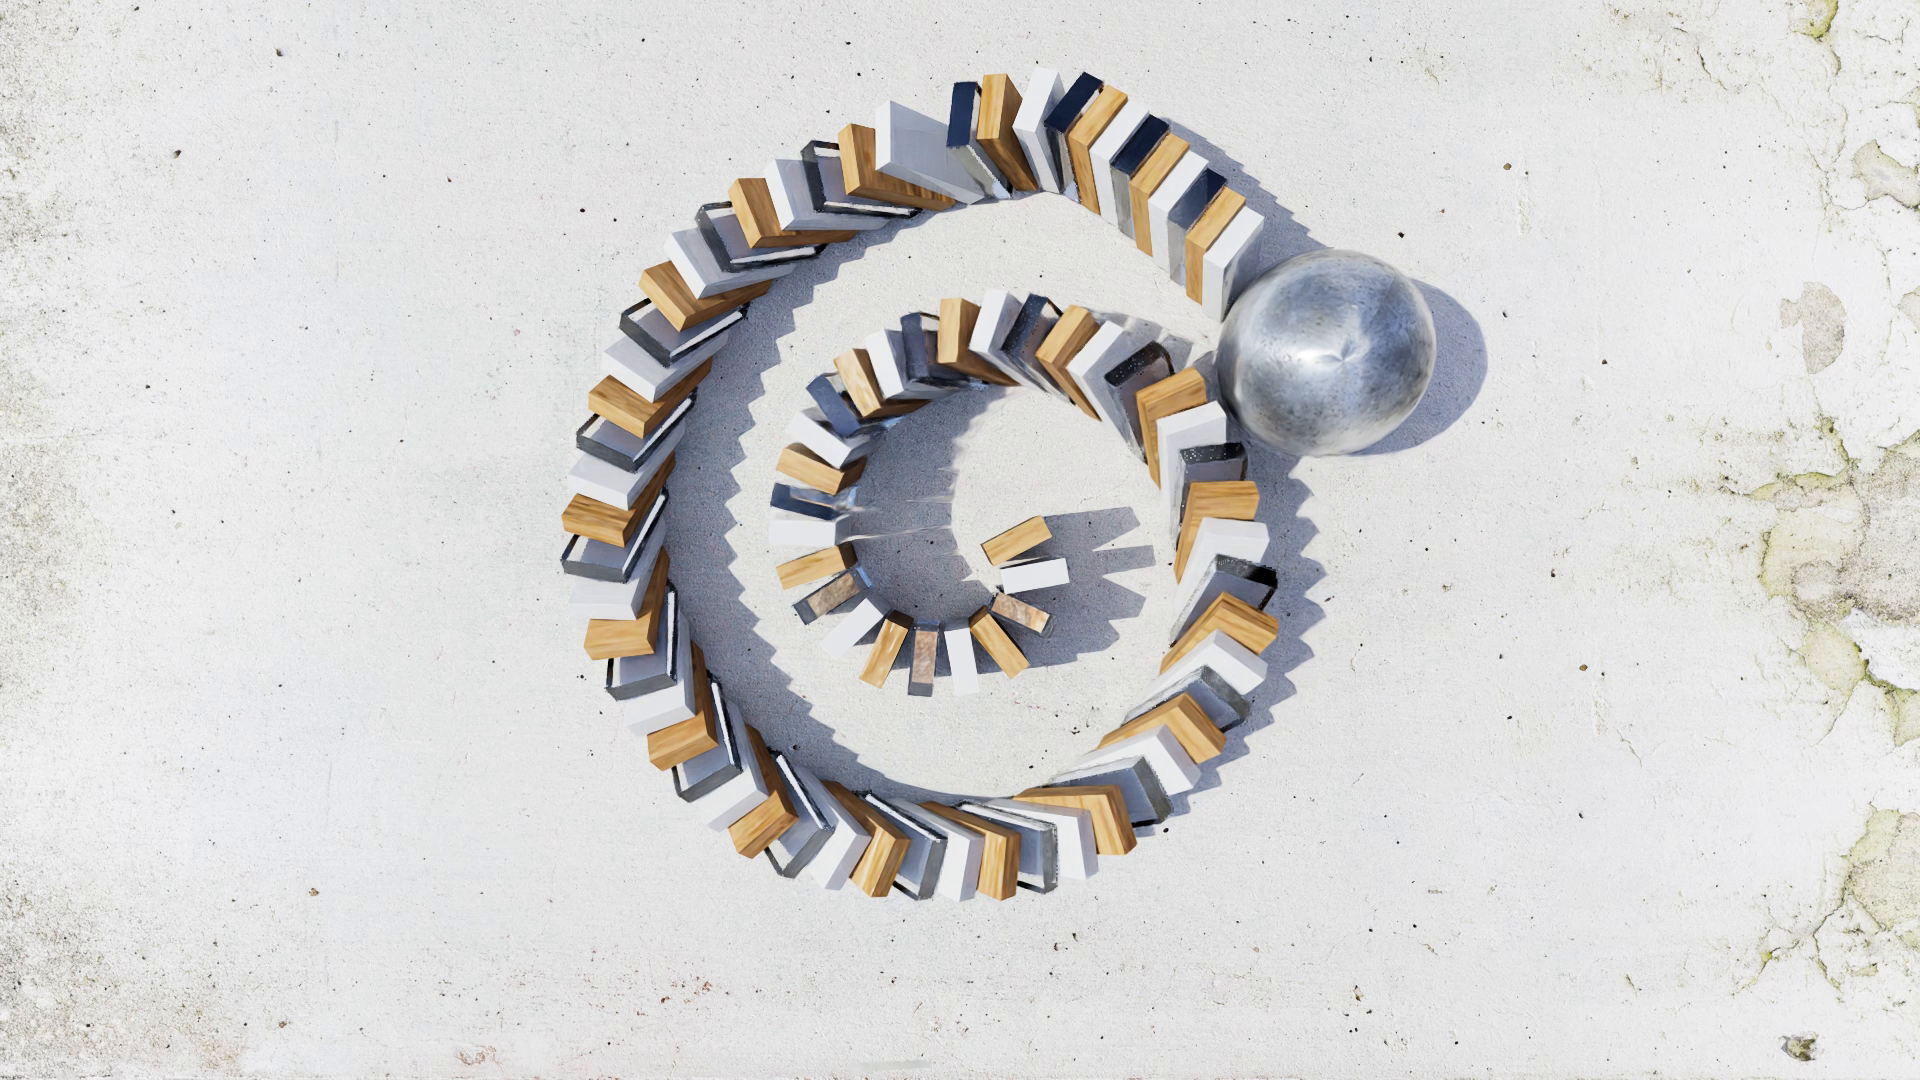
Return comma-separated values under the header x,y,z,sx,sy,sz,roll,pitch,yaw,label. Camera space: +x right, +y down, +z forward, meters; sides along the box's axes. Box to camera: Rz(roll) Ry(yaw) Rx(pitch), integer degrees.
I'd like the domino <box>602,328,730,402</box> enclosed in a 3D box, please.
x,y,z,sx,sy,sz,roll,pitch,yaw,label
-0.121,-0.080,0.380,0.025,0.010,0.050,34,49,0,domino

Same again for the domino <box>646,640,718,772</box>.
x,y,z,sx,sy,sz,roll,pitch,yaw,label
-0.117,0.068,0.380,0.025,0.010,0.050,-25,48,0,domino

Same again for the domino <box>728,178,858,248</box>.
x,y,z,sx,sy,sz,roll,pitch,yaw,label
-0.068,-0.136,0.380,0.050,0.010,0.025,-21,89,-42,domino

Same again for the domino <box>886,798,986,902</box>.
x,y,z,sx,sy,sz,roll,pitch,yaw,label
-0.013,0.127,0.380,0.050,0.009,0.025,10,90,42,domino

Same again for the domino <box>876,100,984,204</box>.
x,y,z,sx,sy,sz,roll,pitch,yaw,label
-0.012,-0.159,0.379,0.050,0.009,0.025,3,85,-41,domino

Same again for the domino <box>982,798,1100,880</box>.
x,y,z,sx,sy,sz,roll,pitch,yaw,label
0.033,0.123,0.379,0.050,0.009,0.025,-8,91,43,domino

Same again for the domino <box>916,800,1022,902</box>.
x,y,z,sx,sy,sz,roll,pitch,yaw,label
0.002,0.128,0.380,0.050,0.009,0.025,5,91,43,domino

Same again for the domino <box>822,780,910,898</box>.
x,y,z,sx,sy,sz,roll,pitch,yaw,label
-0.044,0.123,0.380,0.050,0.009,0.025,23,90,42,domino

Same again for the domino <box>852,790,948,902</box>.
x,y,z,sx,sy,sz,roll,pitch,yaw,label
-0.029,0.126,0.380,0.050,0.009,0.025,16,90,42,domino

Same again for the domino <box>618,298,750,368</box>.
x,y,z,sx,sy,sz,roll,pitch,yaw,label
-0.113,-0.093,0.380,0.025,0.009,0.050,40,48,0,domino

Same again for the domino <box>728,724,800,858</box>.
x,y,z,sx,sy,sz,roll,pitch,yaw,label
-0.087,0.103,0.379,0.025,0.010,0.050,-41,47,1,domino

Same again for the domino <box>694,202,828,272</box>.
x,y,z,sx,sy,sz,roll,pitch,yaw,label
-0.081,-0.128,0.380,0.050,0.009,0.025,-27,89,-42,domino

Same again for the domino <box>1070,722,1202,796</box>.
x,y,z,sx,sy,sz,roll,pitch,yaw,label
0.072,0.096,0.380,0.050,0.009,0.025,-36,90,43,domino

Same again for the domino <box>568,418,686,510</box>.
x,y,z,sx,sy,sz,roll,pitch,yaw,label
-0.137,-0.036,0.380,0.025,0.010,0.050,20,48,0,domino

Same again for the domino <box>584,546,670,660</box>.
x,y,z,sx,sy,sz,roll,pitch,yaw,label
-0.137,0.025,0.380,0.025,0.009,0.050,-7,47,0,domino

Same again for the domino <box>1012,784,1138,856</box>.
x,y,z,sx,sy,sz,roll,pitch,yaw,label
0.047,0.116,0.379,0.050,0.009,0.025,-18,90,44,domino

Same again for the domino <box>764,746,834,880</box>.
x,y,z,sx,sy,sz,roll,pitch,yaw,label
-0.074,0.112,0.379,0.025,0.010,0.050,-49,47,1,domino

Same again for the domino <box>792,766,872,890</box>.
x,y,z,sx,sy,sz,roll,pitch,yaw,label
-0.060,0.118,0.379,0.050,0.010,0.025,31,90,43,domino

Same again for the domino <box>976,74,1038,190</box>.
x,y,z,sx,sy,sz,roll,pitch,yaw,label
0.021,-0.165,0.375,0.009,0.050,0.025,7,90,22,domino

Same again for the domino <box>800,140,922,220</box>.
x,y,z,sx,sy,sz,roll,pitch,yaw,label
-0.040,-0.149,0.380,0.050,0.010,0.025,-13,90,-41,domino

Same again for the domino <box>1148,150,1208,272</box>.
x,y,z,sx,sy,sz,roll,pitch,yaw,label
0.090,-0.133,0.375,0.010,0.050,0.025,39,90,18,domino

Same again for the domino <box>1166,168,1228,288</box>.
x,y,z,sx,sy,sz,roll,pitch,yaw,label
0.097,-0.126,0.375,0.010,0.050,0.025,39,90,18,domino

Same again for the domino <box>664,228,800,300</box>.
x,y,z,sx,sy,sz,roll,pitch,yaw,label
-0.094,-0.118,0.380,0.050,0.010,0.025,-33,89,-42,domino

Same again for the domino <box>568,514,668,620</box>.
x,y,z,sx,sy,sz,roll,pitch,yaw,label
-0.141,0.010,0.380,0.025,0.010,0.050,2,48,1,domino

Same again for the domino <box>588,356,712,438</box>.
x,y,z,sx,sy,sz,roll,pitch,yaw,label
-0.127,-0.066,0.380,0.025,0.009,0.050,29,49,0,domino

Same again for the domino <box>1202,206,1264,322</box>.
x,y,z,sx,sy,sz,roll,pitch,yaw,label
0.111,-0.111,0.375,0.009,0.050,0.025,39,90,18,domino

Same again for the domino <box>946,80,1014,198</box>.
x,y,z,sx,sy,sz,roll,pitch,yaw,label
0.010,-0.162,0.375,0.009,0.050,0.025,6,89,23,domino

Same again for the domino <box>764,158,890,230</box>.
x,y,z,sx,sy,sz,roll,pitch,yaw,label
-0.054,-0.143,0.380,0.050,0.010,0.025,-18,90,-42,domino

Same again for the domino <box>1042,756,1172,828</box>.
x,y,z,sx,sy,sz,roll,pitch,yaw,label
0.060,0.107,0.379,0.050,0.009,0.025,-27,90,43,domino

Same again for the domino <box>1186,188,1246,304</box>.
x,y,z,sx,sy,sz,roll,pitch,yaw,label
0.104,-0.119,0.375,0.010,0.050,0.025,39,90,18,domino

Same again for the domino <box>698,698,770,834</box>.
x,y,z,sx,sy,sz,roll,pitch,yaw,label
-0.098,0.092,0.380,0.025,0.010,0.050,-35,48,0,domino

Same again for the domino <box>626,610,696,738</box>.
x,y,z,sx,sy,sz,roll,pitch,yaw,label
-0.125,0.054,0.380,0.025,0.009,0.050,-20,48,0,domino

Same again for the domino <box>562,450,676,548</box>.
x,y,z,sx,sy,sz,roll,pitch,yaw,label
-0.140,-0.021,0.380,0.025,0.010,0.050,15,48,1,domino

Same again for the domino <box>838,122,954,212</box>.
x,y,z,sx,sy,sz,roll,pitch,yaw,label
-0.026,-0.154,0.380,0.050,0.009,0.025,-8,89,-41,domino

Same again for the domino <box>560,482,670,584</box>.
x,y,z,sx,sy,sz,roll,pitch,yaw,label
-0.142,-0.006,0.380,0.025,0.010,0.050,10,48,1,domino

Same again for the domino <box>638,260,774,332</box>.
x,y,z,sx,sy,sz,roll,pitch,yaw,label
-0.104,-0.107,0.380,0.025,0.010,0.050,48,48,0,domino

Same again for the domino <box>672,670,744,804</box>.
x,y,z,sx,sy,sz,roll,pitch,yaw,label
-0.108,0.080,0.380,0.025,0.010,0.050,-30,48,0,domino

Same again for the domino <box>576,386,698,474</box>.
x,y,z,sx,sy,sz,roll,pitch,yaw,label
-0.133,-0.051,0.380,0.025,0.009,0.050,25,48,0,domino

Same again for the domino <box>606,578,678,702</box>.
x,y,z,sx,sy,sz,roll,pitch,yaw,label
-0.131,0.041,0.380,0.025,0.009,0.050,-15,48,0,domino

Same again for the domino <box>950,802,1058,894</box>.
x,y,z,sx,sy,sz,roll,pitch,yaw,label
0.017,0.126,0.379,0.050,0.009,0.025,0,91,43,domino
